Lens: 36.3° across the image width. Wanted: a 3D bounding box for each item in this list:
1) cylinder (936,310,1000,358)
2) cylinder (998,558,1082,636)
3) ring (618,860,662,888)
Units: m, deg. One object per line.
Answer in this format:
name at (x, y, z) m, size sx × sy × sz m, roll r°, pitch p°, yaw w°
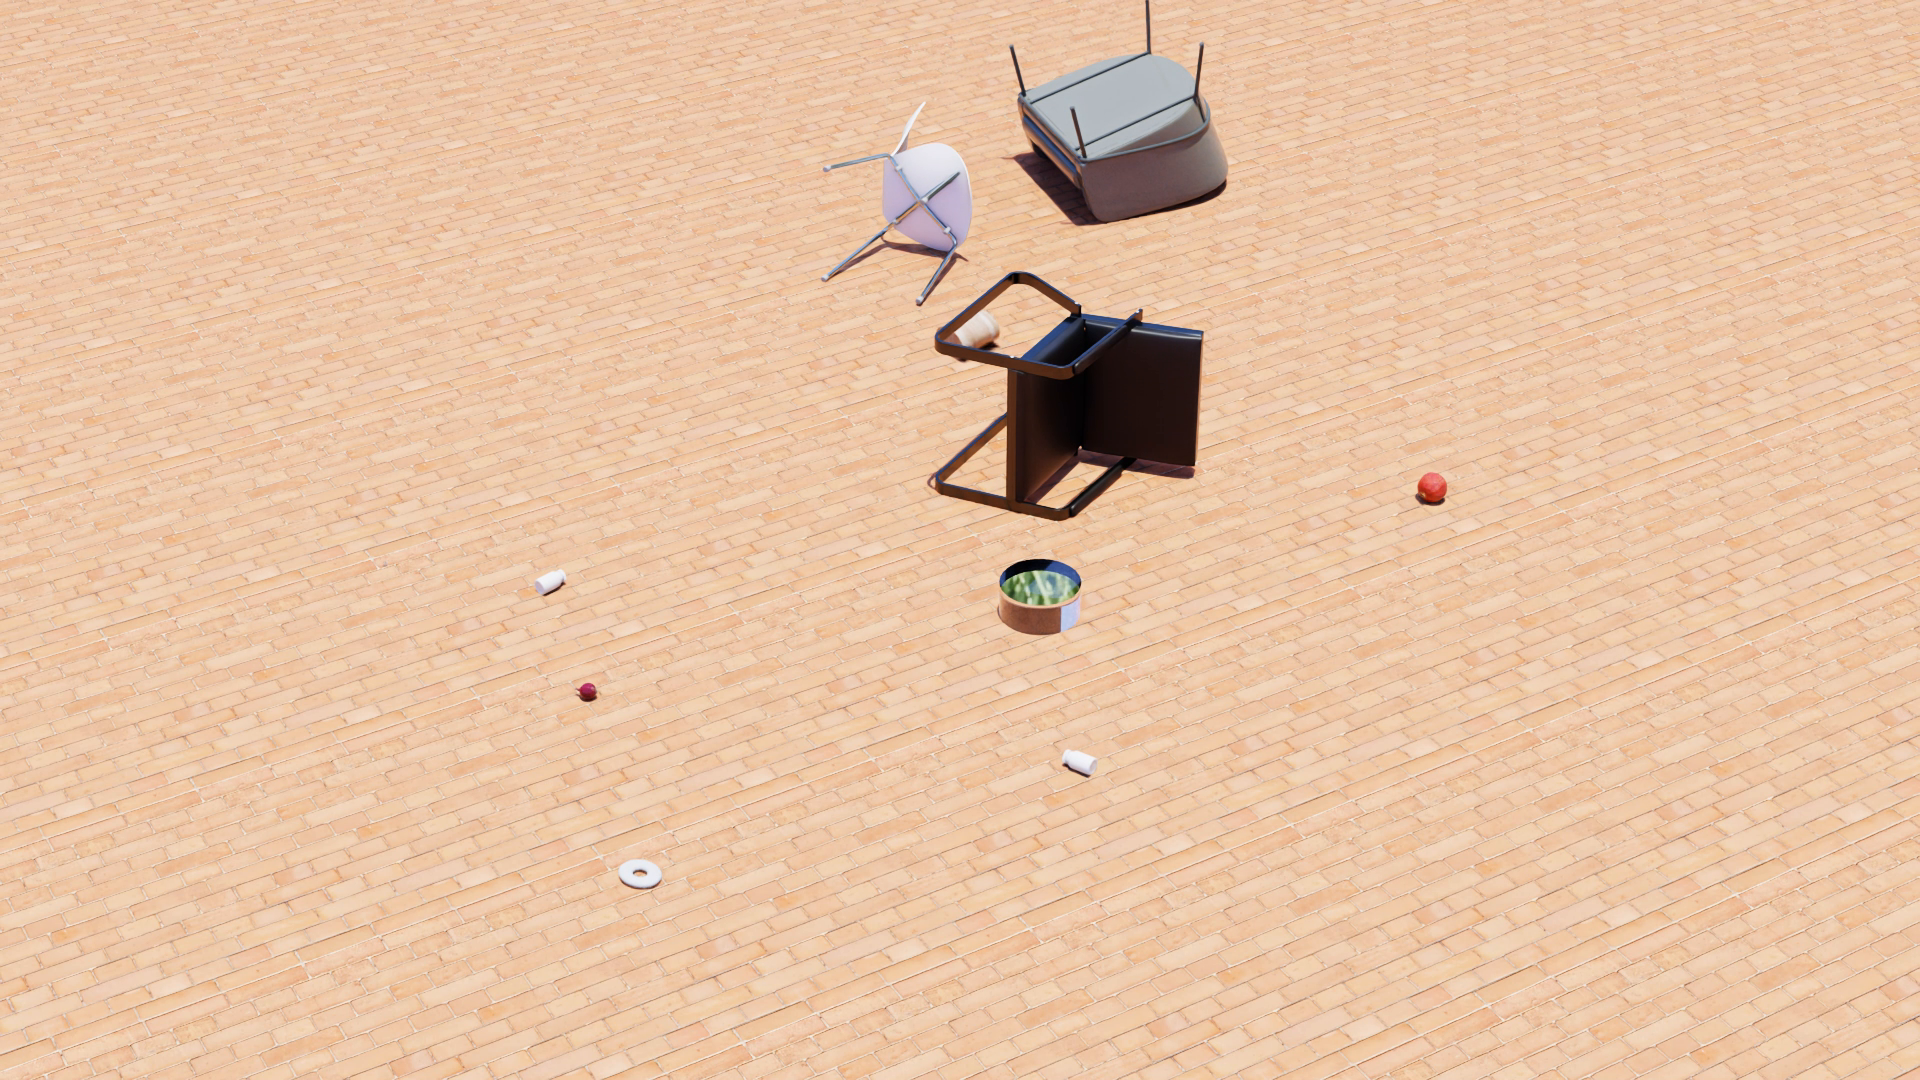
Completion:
cylinder at (0.033, -0.852, 12.121) m, size 0.211 × 0.129 × 0.168 m, roll -27°, pitch 46°, yaw -34°
cylinder at (0.287, 0.204, 10.518) m, size 0.295 × 0.129 × 0.300 m, roll 9°, pitch 34°, yaw 13°
ring at (-1.016, 1.060, 9.311) m, size 0.149 × 0.028 × 0.120 m, roll 20°, pitch 39°, yaw 28°
